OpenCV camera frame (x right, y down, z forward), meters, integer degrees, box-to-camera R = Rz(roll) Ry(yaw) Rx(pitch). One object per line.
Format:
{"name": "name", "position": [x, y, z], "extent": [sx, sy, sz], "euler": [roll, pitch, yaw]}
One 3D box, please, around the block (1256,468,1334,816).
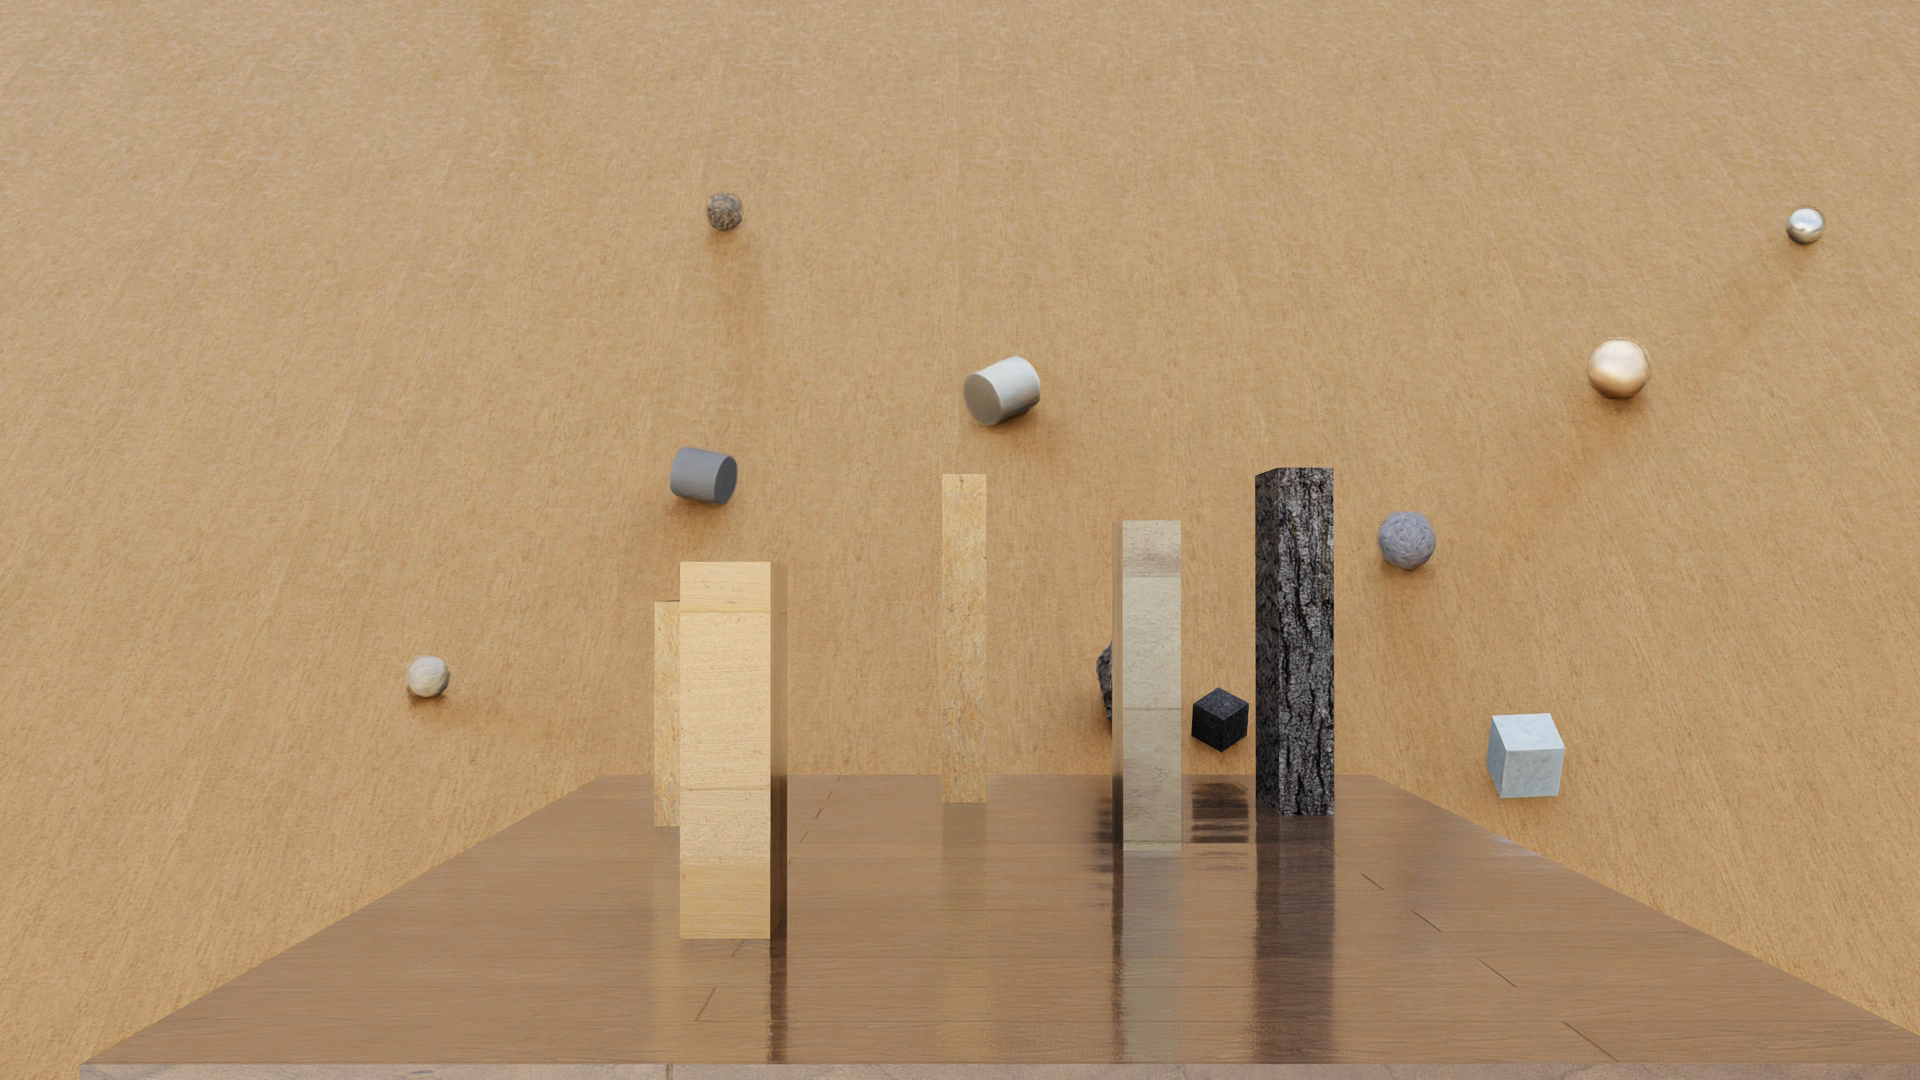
{"name": "block", "position": [0.746, 0.221, 5.806], "extent": [0.119, 0.749, 0.442], "euler": [0, -1, 0]}

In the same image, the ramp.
{"name": "ramp", "position": [0.072, 0.631, 4.728], "extent": [2.000, 0.100, 4.000], "euler": [0, -1, 0]}

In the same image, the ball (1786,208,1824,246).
{"name": "ball", "position": [3.115, -1.155, 9.550], "extent": [0.137, 0.137, 0.137], "euler": [0, 32, 0]}

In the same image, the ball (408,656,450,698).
{"name": "ball", "position": [-1.466, 0.376, 7.147], "extent": [0.115, 0.115, 0.115], "euler": [0, 32, 0]}

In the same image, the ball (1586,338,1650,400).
{"name": "ball", "position": [2.172, -0.563, 8.552], "extent": [0.202, 0.202, 0.202], "euler": [0, 32, 0]}

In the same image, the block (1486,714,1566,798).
{"name": "block", "position": [1.484, 0.566, 6.809], "extent": [0.154, 0.154, 0.154], "euler": [-2, 32, -3]}

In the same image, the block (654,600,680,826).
{"name": "block", "position": [-0.581, 0.361, 5.554], "extent": [0.098, 0.462, 0.432], "euler": [0, -1, 0]}

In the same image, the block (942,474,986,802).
{"name": "block", "position": [0.010, 0.226, 6.112], "extent": [0.100, 0.748, 0.422], "euler": [0, -1, 0]}

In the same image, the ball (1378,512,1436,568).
{"name": "ball", "position": [1.327, 0.001, 7.691], "extent": [0.168, 0.168, 0.168], "euler": [0, 32, 0]}

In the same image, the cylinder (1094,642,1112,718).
{"name": "cylinder", "position": [0.475, 0.393, 7.055], "extent": [0.185, 0.185, 0.185], "euler": [-7, 43, -11]}

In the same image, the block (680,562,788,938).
{"name": "block", "position": [-0.334, 0.301, 3.864], "extent": [0.128, 0.535, 0.364], "euler": [0, -1, 0]}

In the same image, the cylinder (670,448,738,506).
{"name": "cylinder", "position": [-0.793, -0.197, 8.018], "extent": [0.154, 0.154, 0.154], "euler": [13, 34, 19]}

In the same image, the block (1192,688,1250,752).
{"name": "block", "position": [0.701, 0.484, 6.984], "extent": [0.107, 0.107, 0.107], "euler": [27, 41, 36]}

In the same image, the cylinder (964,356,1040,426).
{"name": "cylinder", "position": [0.137, -0.486, 8.452], "extent": [0.179, 0.179, 0.179], "euler": [-27, 41, -35]}

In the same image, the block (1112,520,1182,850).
{"name": "block", "position": [0.360, 0.275, 5.038], "extent": [0.109, 0.619, 0.345], "euler": [0, -1, 0]}

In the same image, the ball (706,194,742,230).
{"name": "ball", "position": [-0.877, -1.221, 9.655], "extent": [0.136, 0.136, 0.136], "euler": [0, 32, 0]}
